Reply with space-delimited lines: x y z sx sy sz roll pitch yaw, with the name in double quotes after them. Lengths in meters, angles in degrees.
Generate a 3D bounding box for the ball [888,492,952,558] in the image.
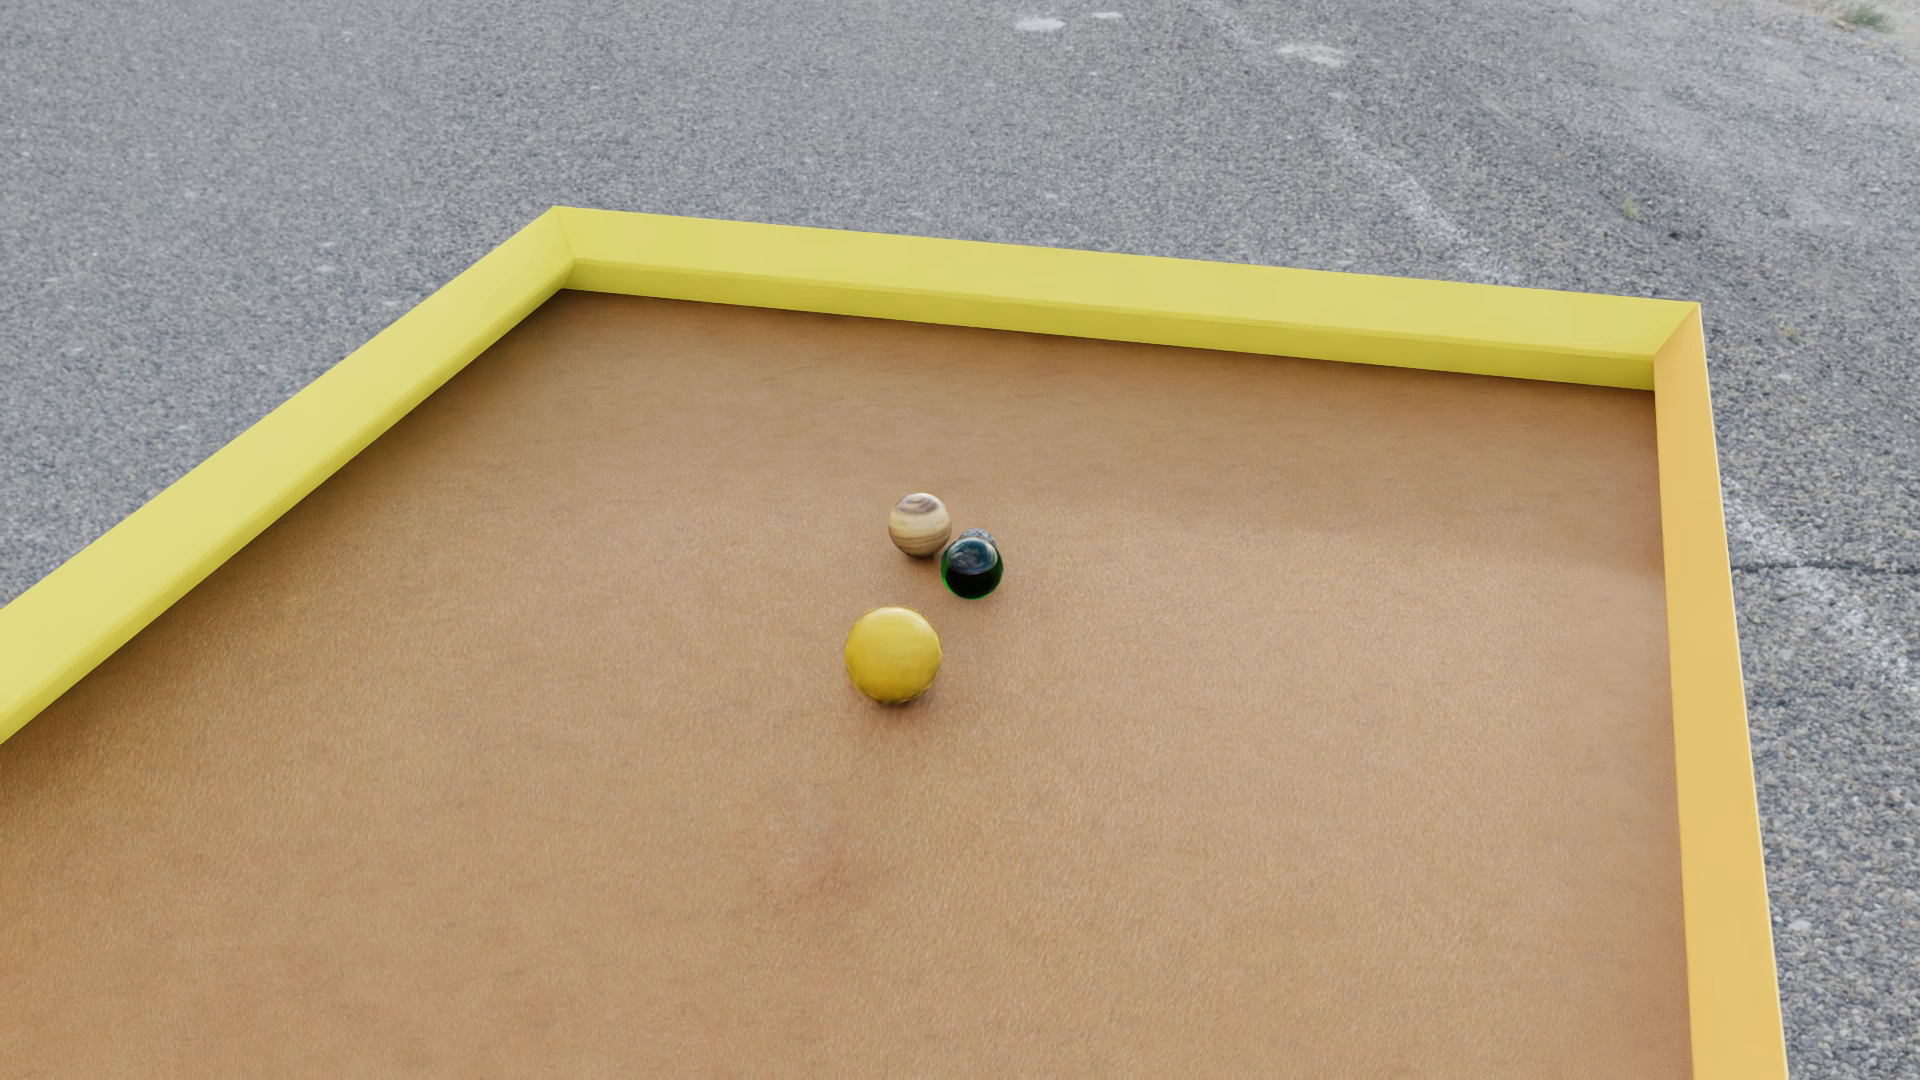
-0.040 -0.015 2.214 0.065 0.065 0.065 0 27 0 "ball"

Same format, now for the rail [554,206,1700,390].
0.158 -0.296 2.722 1.439 0.112 0.045 7 27 13 "rail"

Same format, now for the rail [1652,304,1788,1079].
0.510 0.333 1.462 0.045 0.112 2.597 7 27 13 "rail"

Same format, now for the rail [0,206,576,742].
-0.837 0.176 1.776 0.045 0.112 2.597 7 27 13 "rail"

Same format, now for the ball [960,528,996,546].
0.016 0.009 2.193 0.041 0.041 0.041 0 27 0 "ball"

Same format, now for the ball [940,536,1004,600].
0.012 0.027 2.133 0.062 0.062 0.062 0 27 0 "ball"

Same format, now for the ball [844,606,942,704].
-0.060 0.102 1.955 0.086 0.086 0.086 0 27 0 "ball"
